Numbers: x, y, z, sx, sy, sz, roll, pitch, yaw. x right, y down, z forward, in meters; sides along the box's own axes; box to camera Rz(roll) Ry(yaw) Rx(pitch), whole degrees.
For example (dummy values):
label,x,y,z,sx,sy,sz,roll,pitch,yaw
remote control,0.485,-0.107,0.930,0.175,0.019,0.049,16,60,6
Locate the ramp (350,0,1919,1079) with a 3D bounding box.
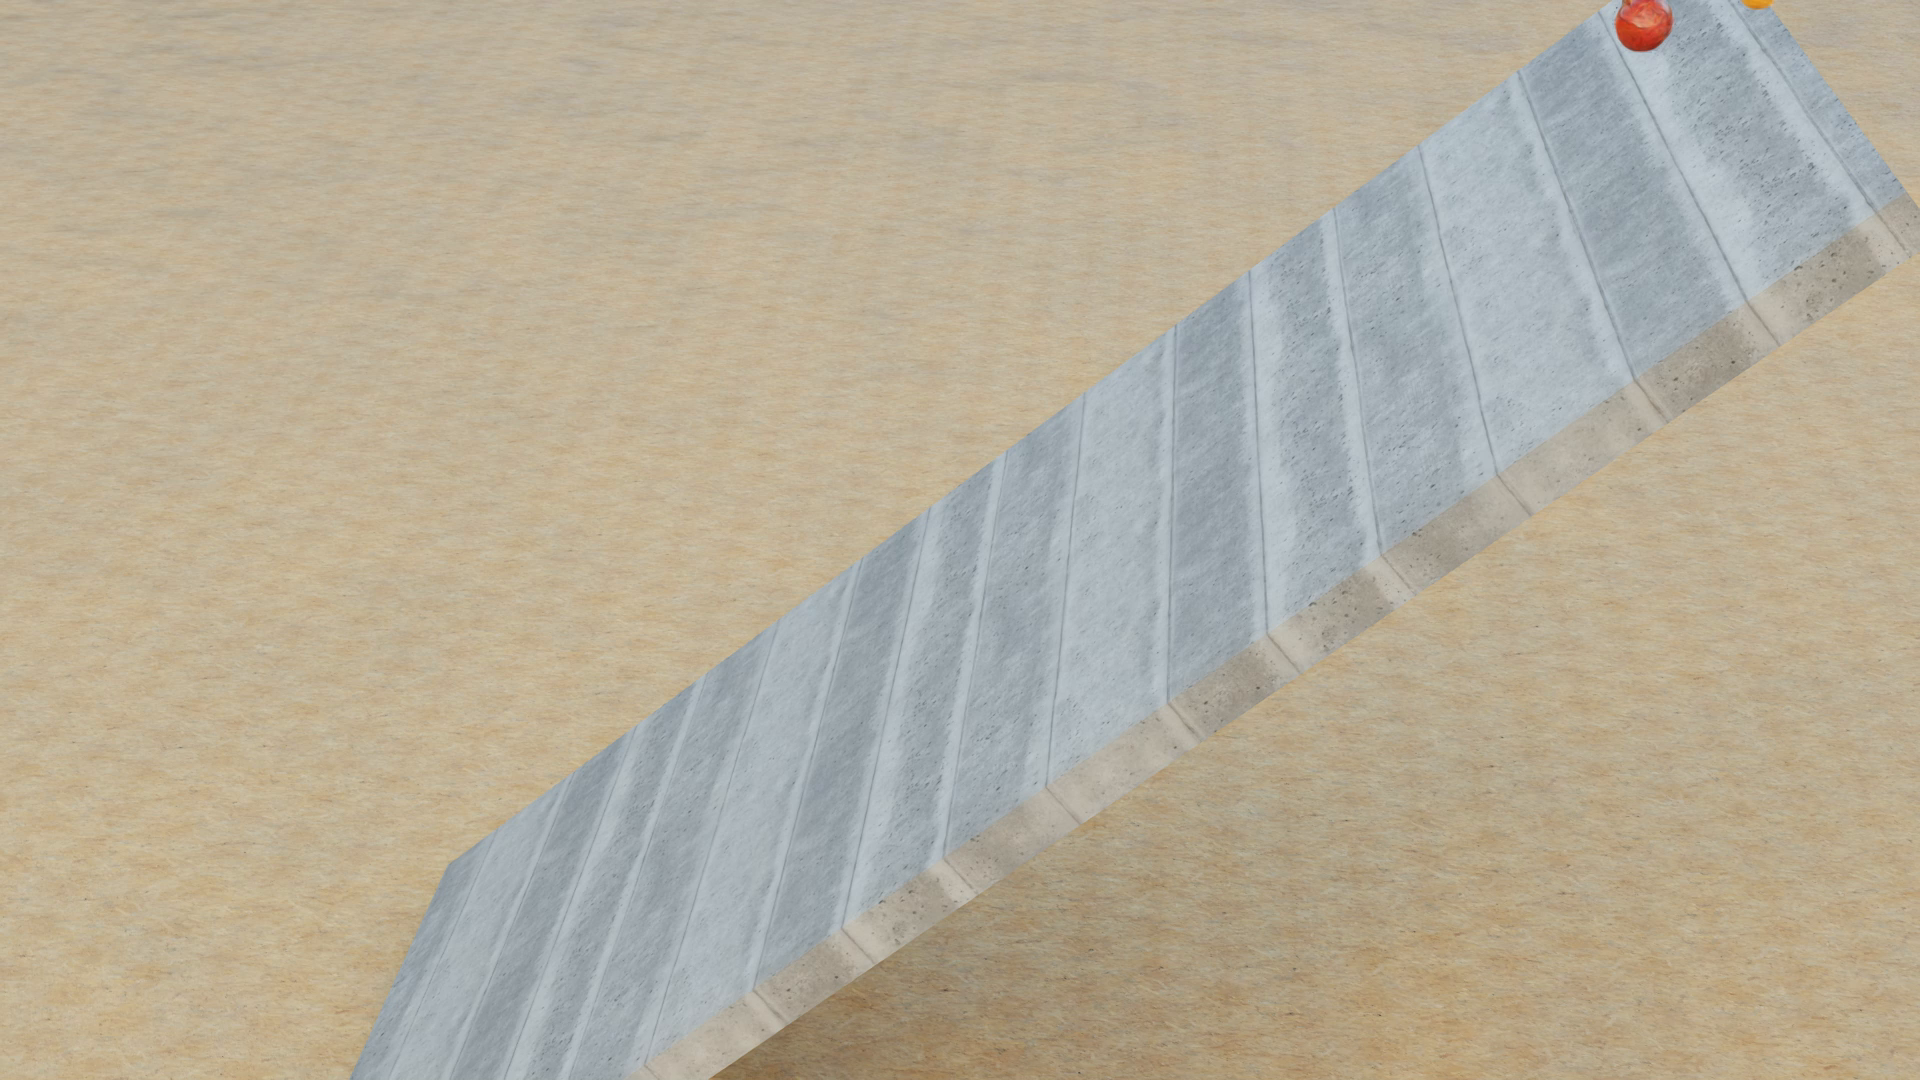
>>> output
label,x,y,z,sx,sy,sz,roll,pitch,yaw
ramp,0.118,0.187,6.345,4.000,0.100,2.000,-36,16,18
